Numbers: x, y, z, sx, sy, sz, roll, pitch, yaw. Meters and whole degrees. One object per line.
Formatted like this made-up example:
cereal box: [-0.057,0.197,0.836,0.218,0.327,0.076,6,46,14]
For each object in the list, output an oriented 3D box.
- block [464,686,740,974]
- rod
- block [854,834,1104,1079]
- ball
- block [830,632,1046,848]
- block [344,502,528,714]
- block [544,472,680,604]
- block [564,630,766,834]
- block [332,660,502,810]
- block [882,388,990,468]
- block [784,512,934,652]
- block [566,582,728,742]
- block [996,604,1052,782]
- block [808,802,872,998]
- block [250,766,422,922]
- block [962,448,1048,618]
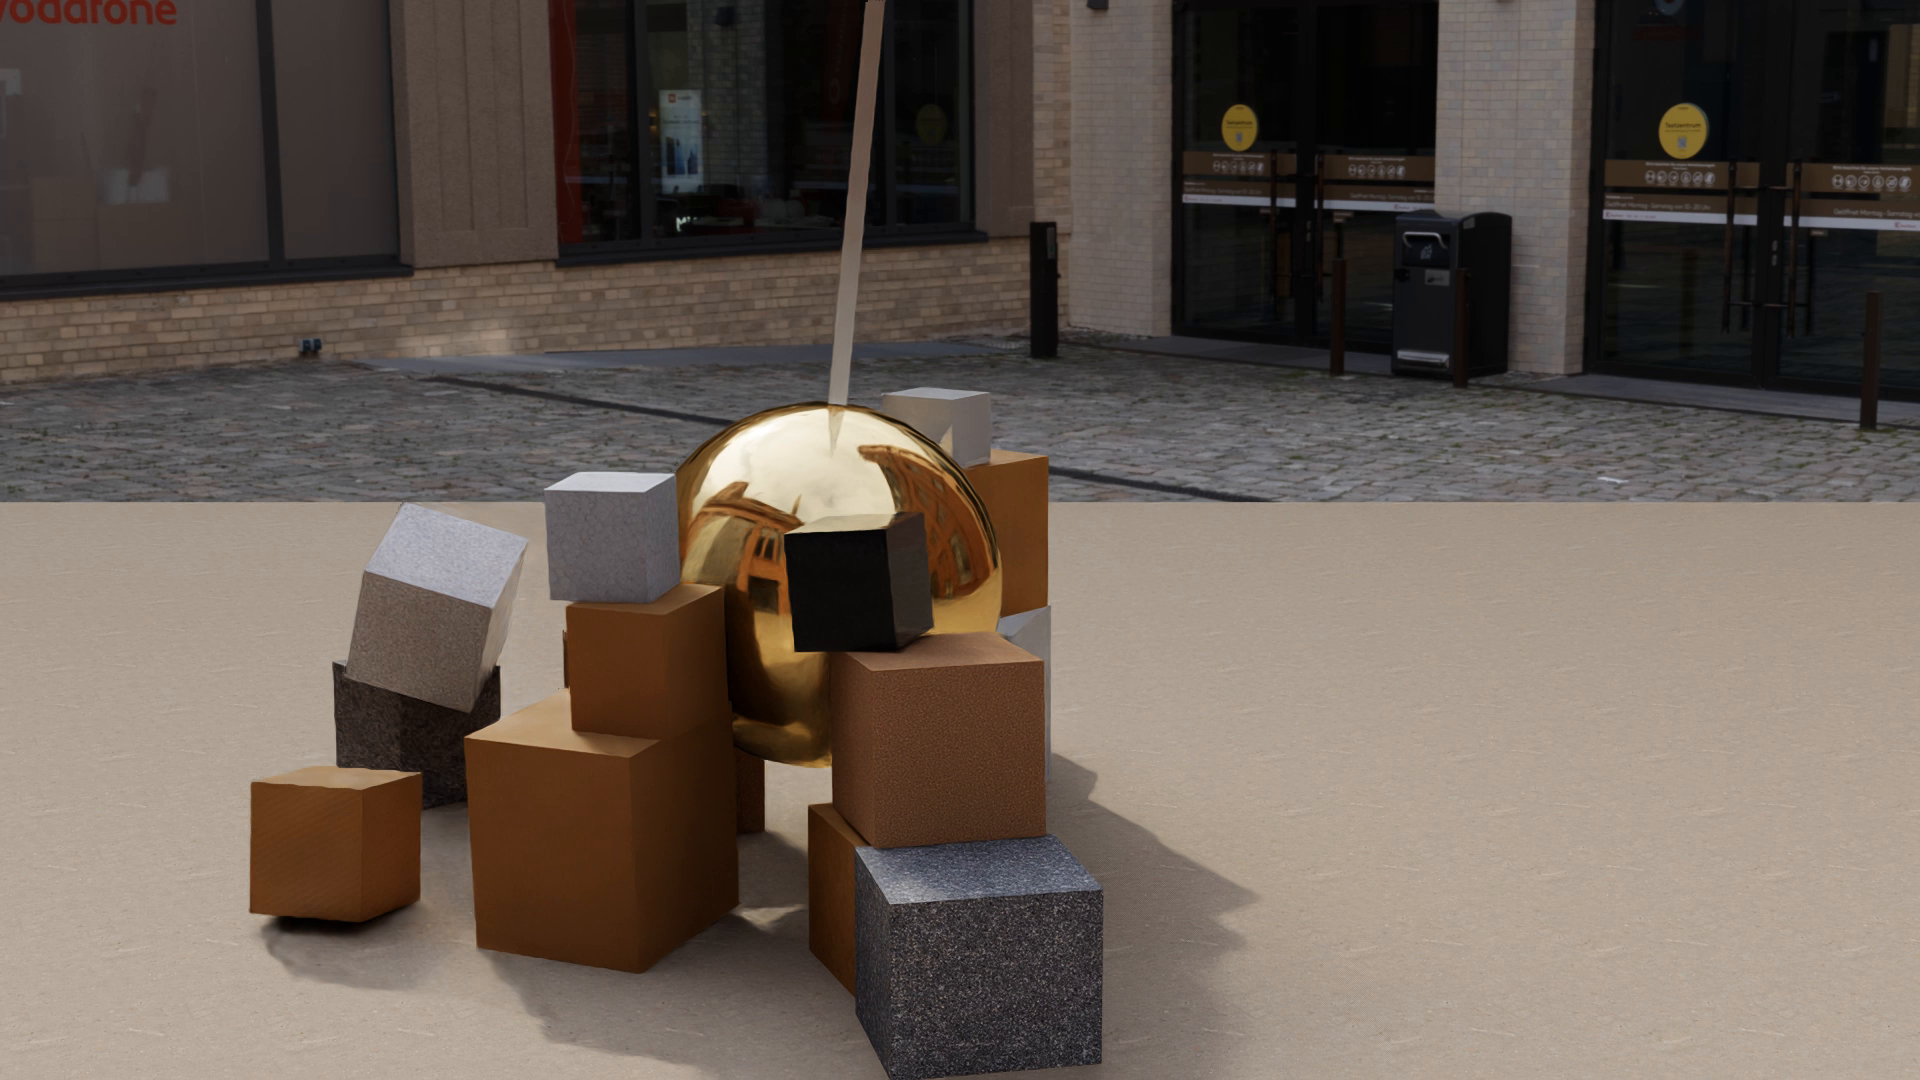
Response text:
block: [-1.458,1.166,10.555,0.764,0.893,0.823,5,14,23]
rod: [-0.264,-3.134,10.611,0.080,5.200,0.080,6,10,-1]
block: [0.057,1.515,9.405,0.771,0.654,0.689,-2,11,-13]
ball: [-0.610,0.194,11.216,1.600,1.600,1.600,0,10,0]
block: [-0.098,0.760,9.966,0.664,0.672,0.755,-3,7,-15]
block: [-2.496,0.321,12.257,0.615,0.627,0.638,17,31,-2]
block: [-1.402,-0.014,10.379,0.419,0.454,0.377,2,13,13]
block: [-1.409,0.898,12.171,0.760,0.879,0.756,-4,11,-22]
block: [-2.677,0.926,12.674,0.562,0.644,0.626,-9,14,-42]
block: [-0.113,-0.538,12.335,0.398,0.337,0.340,7,12,32]
block: [-0.394,0.163,10.119,0.421,0.468,0.460,-2,8,18]
block: [-1.262,0.478,10.390,0.446,0.515,0.496,4,14,23]
block: [-0.045,0.806,12.612,0.825,0.901,0.767,3,11,15]
block: [-0.162,1.405,10.131,0.676,0.610,0.750,-4,11,-20]
block: [-2.629,1.274,10.829,0.508,0.549,0.531,2,3,15]
block: [-0.079,-0.033,12.602,0.704,0.753,0.754,9,14,40]
